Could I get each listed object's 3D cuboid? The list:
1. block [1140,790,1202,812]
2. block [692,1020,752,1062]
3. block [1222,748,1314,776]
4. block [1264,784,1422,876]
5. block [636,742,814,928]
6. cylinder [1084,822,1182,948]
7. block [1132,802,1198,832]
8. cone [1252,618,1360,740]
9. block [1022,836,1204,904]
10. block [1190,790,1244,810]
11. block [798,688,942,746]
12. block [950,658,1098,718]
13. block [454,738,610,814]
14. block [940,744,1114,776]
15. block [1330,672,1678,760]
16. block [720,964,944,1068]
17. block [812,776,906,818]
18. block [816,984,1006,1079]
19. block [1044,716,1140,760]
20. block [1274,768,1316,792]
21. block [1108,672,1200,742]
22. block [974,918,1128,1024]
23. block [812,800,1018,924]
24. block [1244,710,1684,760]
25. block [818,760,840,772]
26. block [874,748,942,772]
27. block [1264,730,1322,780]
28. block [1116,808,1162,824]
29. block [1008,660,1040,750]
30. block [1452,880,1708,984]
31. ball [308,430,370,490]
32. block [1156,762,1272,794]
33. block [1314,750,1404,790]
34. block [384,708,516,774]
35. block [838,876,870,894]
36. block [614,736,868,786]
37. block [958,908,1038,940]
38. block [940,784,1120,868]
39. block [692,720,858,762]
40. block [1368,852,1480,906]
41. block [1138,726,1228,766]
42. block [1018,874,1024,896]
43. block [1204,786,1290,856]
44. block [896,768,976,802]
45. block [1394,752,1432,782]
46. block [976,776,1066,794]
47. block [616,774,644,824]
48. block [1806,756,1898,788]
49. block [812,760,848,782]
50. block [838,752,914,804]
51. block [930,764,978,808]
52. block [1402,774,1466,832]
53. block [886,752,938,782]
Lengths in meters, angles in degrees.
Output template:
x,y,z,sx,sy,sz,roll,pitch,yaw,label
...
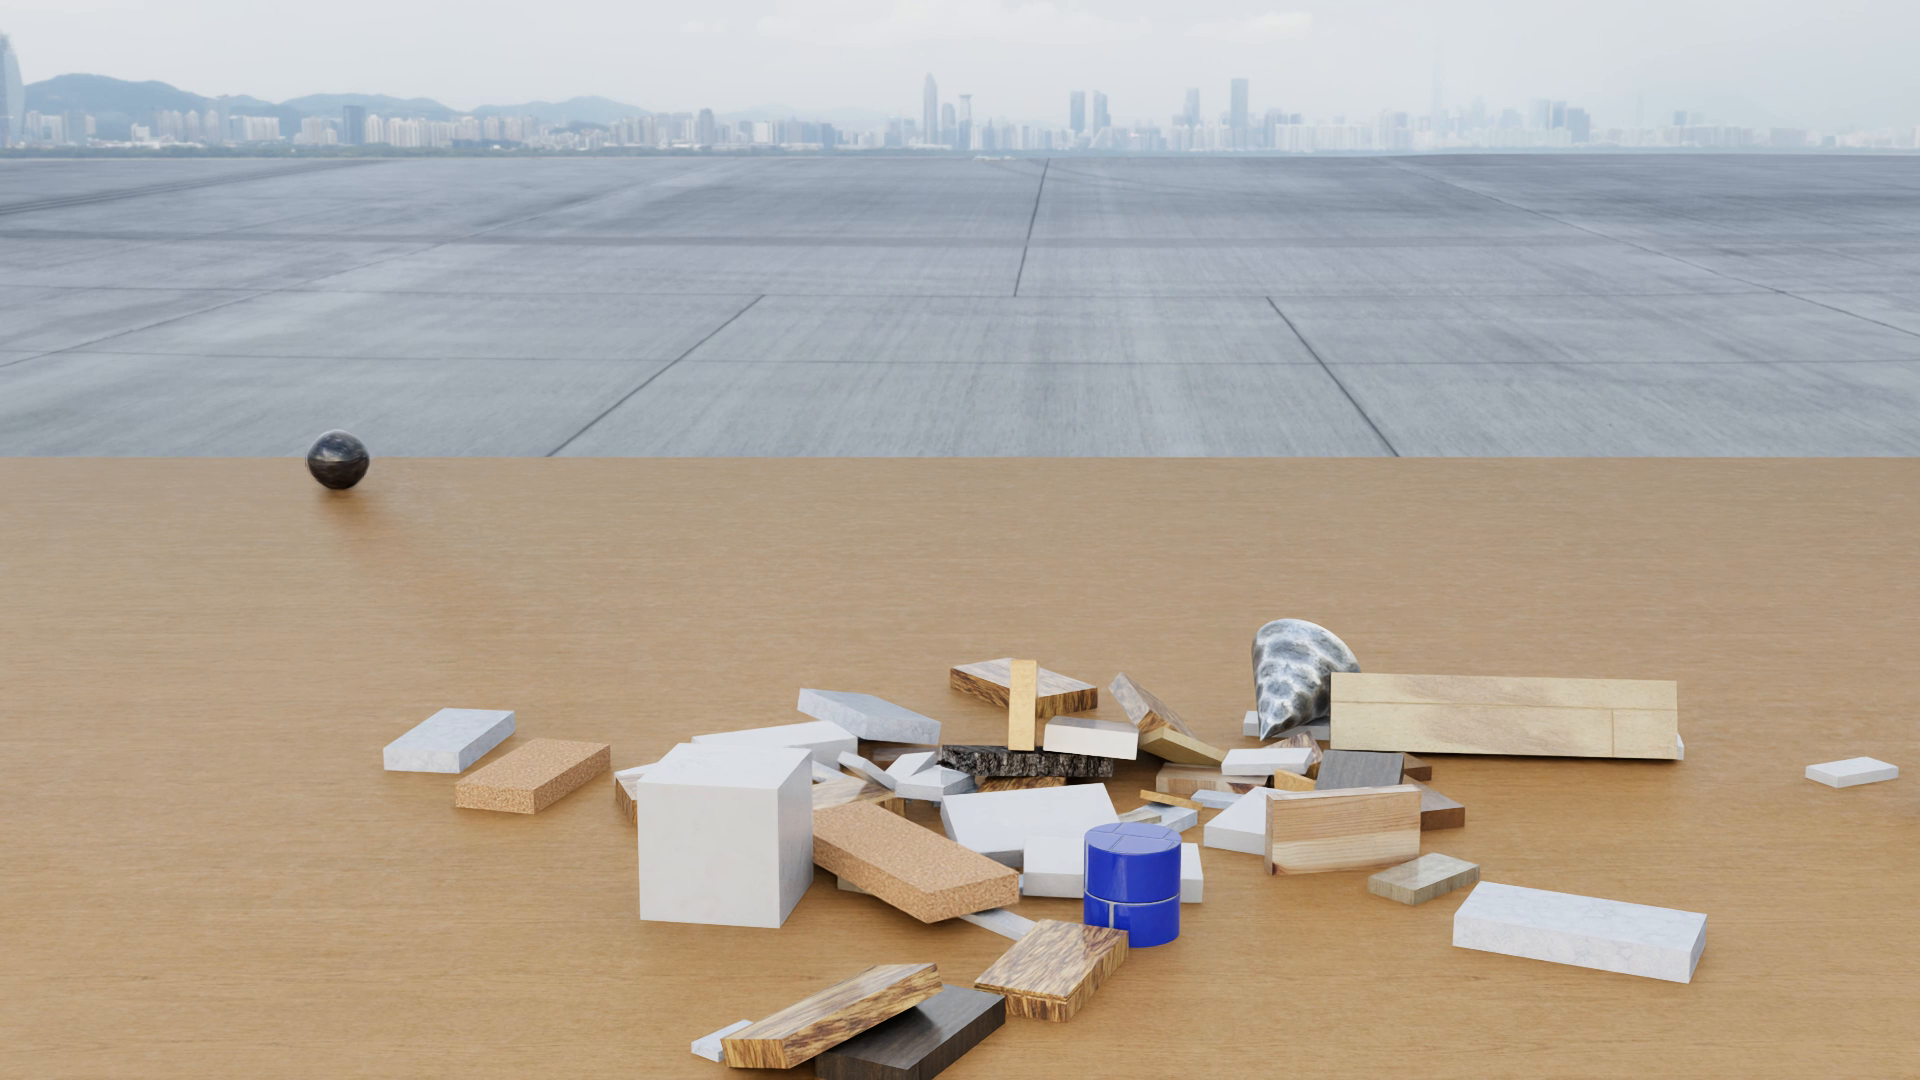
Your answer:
x,y,z,sx,sy,sz,roll,pitch,yaw,label
0.393,0.484,4.085,0.110,0.016,0.055,17,-7,-38,block
-0.318,0.696,3.058,0.052,0.015,0.103,8,13,38,block
0.593,0.428,4.244,0.161,0.023,0.081,-3,15,21,block
0.660,0.499,3.791,0.268,0.134,0.038,-2,11,-12,block
-0.382,0.482,3.618,0.231,0.231,0.231,2,11,10,block
0.273,0.545,3.487,0.154,0.154,0.154,0,11,0,cylinder
0.342,0.517,3.989,0.093,0.026,0.186,8,13,37,block
0.672,0.338,4.566,0.250,0.250,0.250,7,39,32,cone
0.254,0.552,3.692,0.295,0.042,0.148,2,16,2,block
0.497,0.492,4.154,0.110,0.016,0.055,5,11,24,block
-0.193,0.368,4.595,0.168,0.048,0.336,8,3,-29,block
0.140,0.330,4.937,0.168,0.048,0.336,-7,13,-33,block
-0.824,0.455,4.268,0.163,0.046,0.327,3,11,16,block
0.130,0.428,4.261,0.298,0.042,0.149,4,0,-27,block
1.100,0.358,4.471,0.687,0.157,0.044,1,-10,6,block
-0.175,0.654,3.031,0.283,0.040,0.142,-17,2,-42,block
-0.277,0.502,4.017,0.327,0.046,0.163,-9,14,-40,block
-0.065,0.686,3.043,0.142,0.040,0.284,6,12,28,block
0.266,0.391,4.364,0.177,0.050,0.354,5,-1,6,block
0.637,0.472,4.151,0.016,0.055,0.110,-10,14,-33,block
0.404,0.369,4.499,0.157,0.044,0.314,37,4,-11,block
0.140,0.640,3.287,0.142,0.040,0.283,4,11,22,block
-0.110,0.533,3.692,0.177,0.050,0.472,-7,13,-33,block
1.040,0.406,4.585,0.887,0.028,0.098,2,11,12,block
-0.340,0.449,4.360,0.182,0.026,0.091,-5,12,-27,block
-0.080,0.441,4.400,0.185,0.026,0.093,0,11,-2,block
0.660,0.434,4.331,0.104,0.029,0.208,-21,10,4,block
0.311,0.504,3.953,0.095,0.013,0.047,-7,13,-35,block
0.128,0.322,4.337,0.048,0.168,0.487,2,-4,3,block
0.967,0.609,3.432,0.354,0.050,0.177,5,12,26,block
-2.204,-0.285,7.800,0.212,0.212,0.212,0,11,0,ball
0.491,0.466,4.257,0.208,0.029,0.104,3,11,15,block
0.718,0.474,3.991,0.148,0.042,0.295,2,24,16,block
-1.045,0.410,4.517,0.157,0.044,0.314,2,11,9,block
-0.101,0.572,3.692,0.186,0.026,0.093,5,12,24,block
-0.430,0.435,4.433,0.574,0.026,0.091,-9,14,-42,block
0.060,0.609,3.526,0.052,0.015,0.214,-9,14,-40,block
0.128,0.503,3.859,0.298,0.042,0.149,-3,36,-15,block
-0.369,0.412,4.370,0.295,0.042,0.148,-5,12,-25,block
0.782,0.570,3.704,0.186,0.026,0.093,-10,14,-42,block
0.436,0.411,4.293,0.161,0.023,0.081,23,-30,-23,block
0.096,0.578,3.684,0.095,0.013,0.047,-5,17,-24,block
0.555,0.510,3.997,0.134,0.038,0.268,5,12,27,block
-0.045,0.457,4.104,0.093,0.026,0.185,4,3,19,block
0.808,0.454,4.320,0.208,0.029,0.104,-4,11,-19,block
0.099,0.496,4.057,0.149,0.042,0.298,2,11,12,block
-0.474,0.475,4.160,0.327,0.046,0.163,-4,11,-19,block
1.754,0.457,4.325,0.161,0.023,0.081,-5,12,-24,block
-0.288,0.442,4.244,0.149,0.021,0.074,21,3,14,block
-0.155,0.443,4.105,0.074,0.021,0.148,12,-22,49,block
-0.026,0.472,4.235,0.093,0.026,0.185,-3,11,-14,block
0.817,0.486,4.122,0.134,0.038,0.268,-3,11,-18,block
-0.108,0.452,4.252,0.074,0.021,0.148,-8,15,27,block
